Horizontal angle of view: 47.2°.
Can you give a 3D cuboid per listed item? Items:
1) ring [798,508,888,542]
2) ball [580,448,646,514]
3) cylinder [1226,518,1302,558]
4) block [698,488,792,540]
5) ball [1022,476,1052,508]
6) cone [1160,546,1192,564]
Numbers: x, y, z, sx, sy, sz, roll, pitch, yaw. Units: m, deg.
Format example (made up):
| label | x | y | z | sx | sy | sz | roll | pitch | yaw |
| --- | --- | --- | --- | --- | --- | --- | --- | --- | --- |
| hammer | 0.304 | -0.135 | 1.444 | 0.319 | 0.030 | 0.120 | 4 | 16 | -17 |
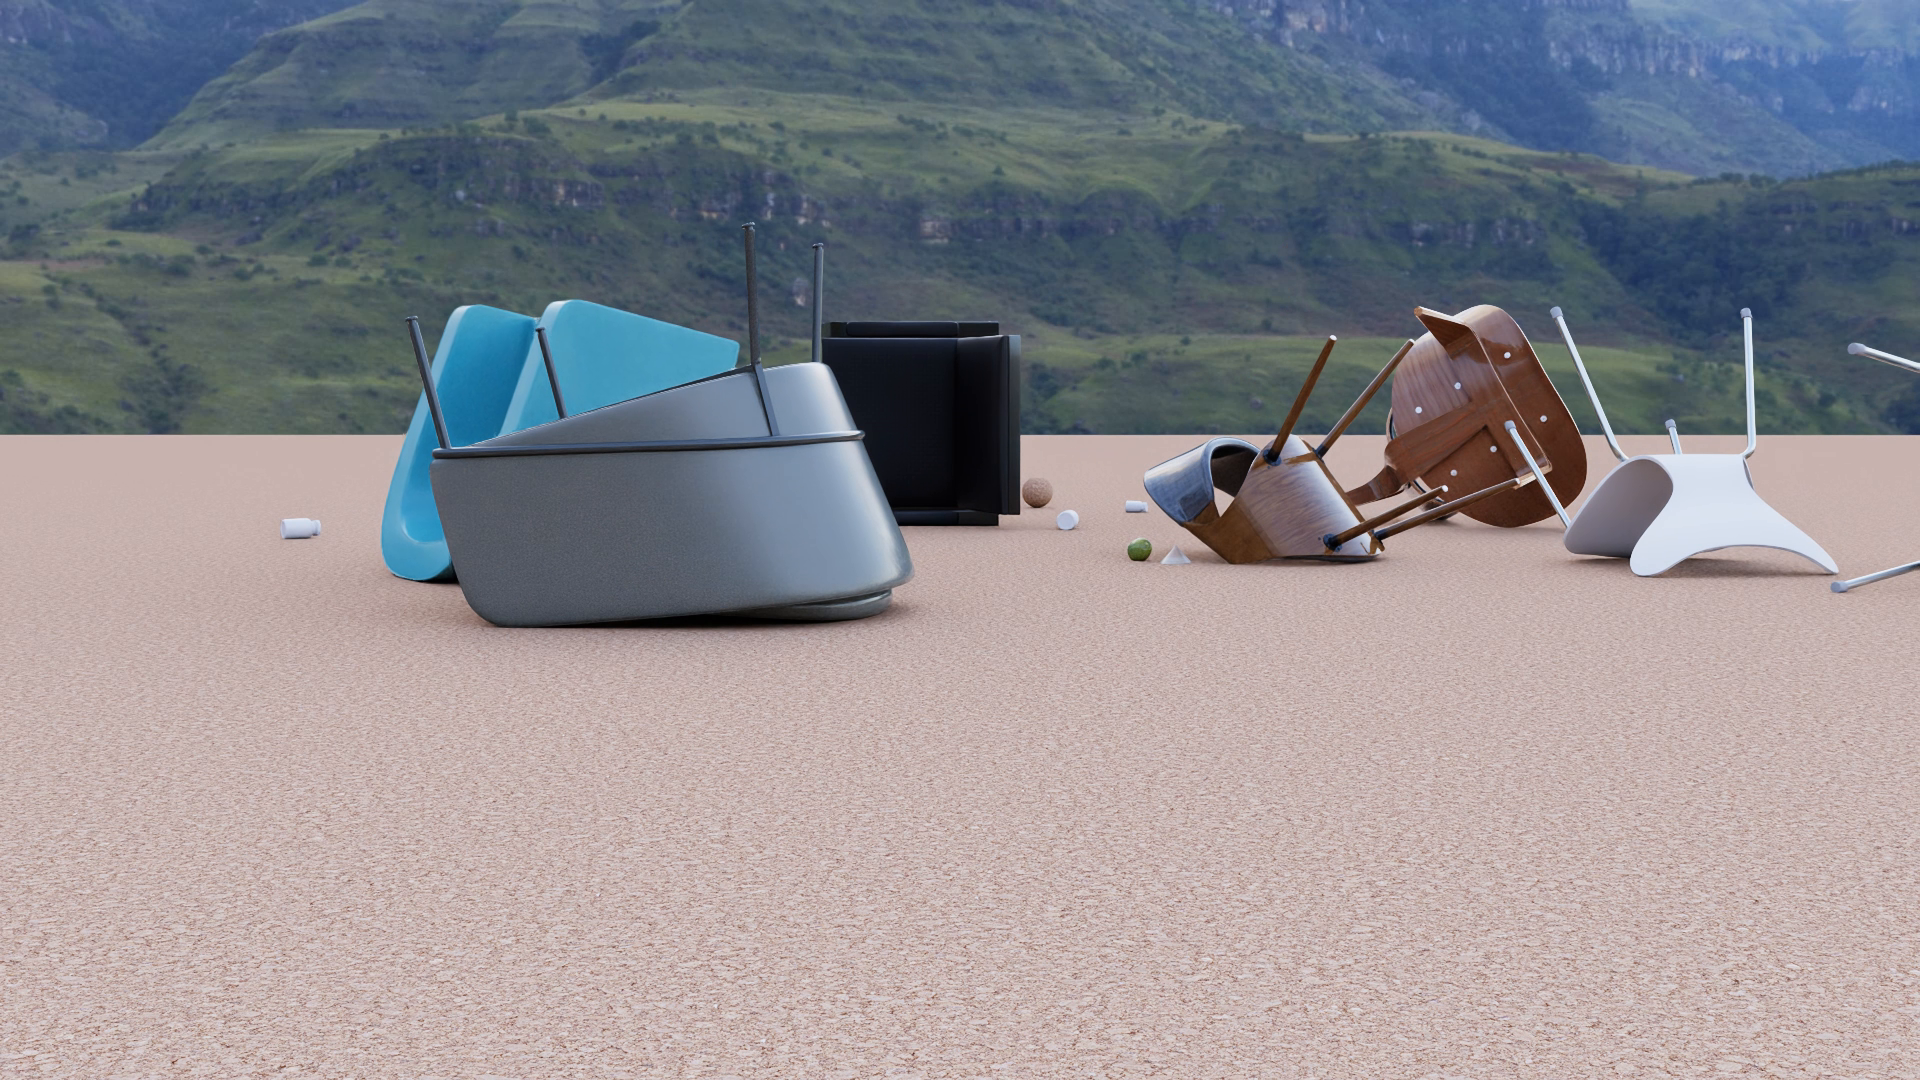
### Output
| label | x | y | z | sx | sy | sz | roll | pitch | yaw |
| --- | --- | --- | --- | --- | --- | --- | --- | --- | --- |
| ring | -0.352 | -0.047 | 6.623 | 0.272 | 0.085 | 0.352 | 1 | 5 | 3 |
| ball | -1.241 | -0.210 | 7.866 | 0.239 | 0.239 | 0.239 | 0 | 4 | 0 |
| cylinder | 0.809 | -0.004 | 5.851 | 0.187 | 0.103 | 0.108 | 2 | 1 | -43 |
| block | -0.656 | -0.083 | 6.690 | 0.255 | 0.146 | 0.162 | -1 | 4 | -18 |
| ball | 0.292 | -0.181 | 8.326 | 0.118 | 0.118 | 0.118 | 0 | 4 | 0 |
| cone | 0.557 | 0.036 | 5.676 | 0.077 | 0.047 | 0.122 | 2 | 4 | 28 |
